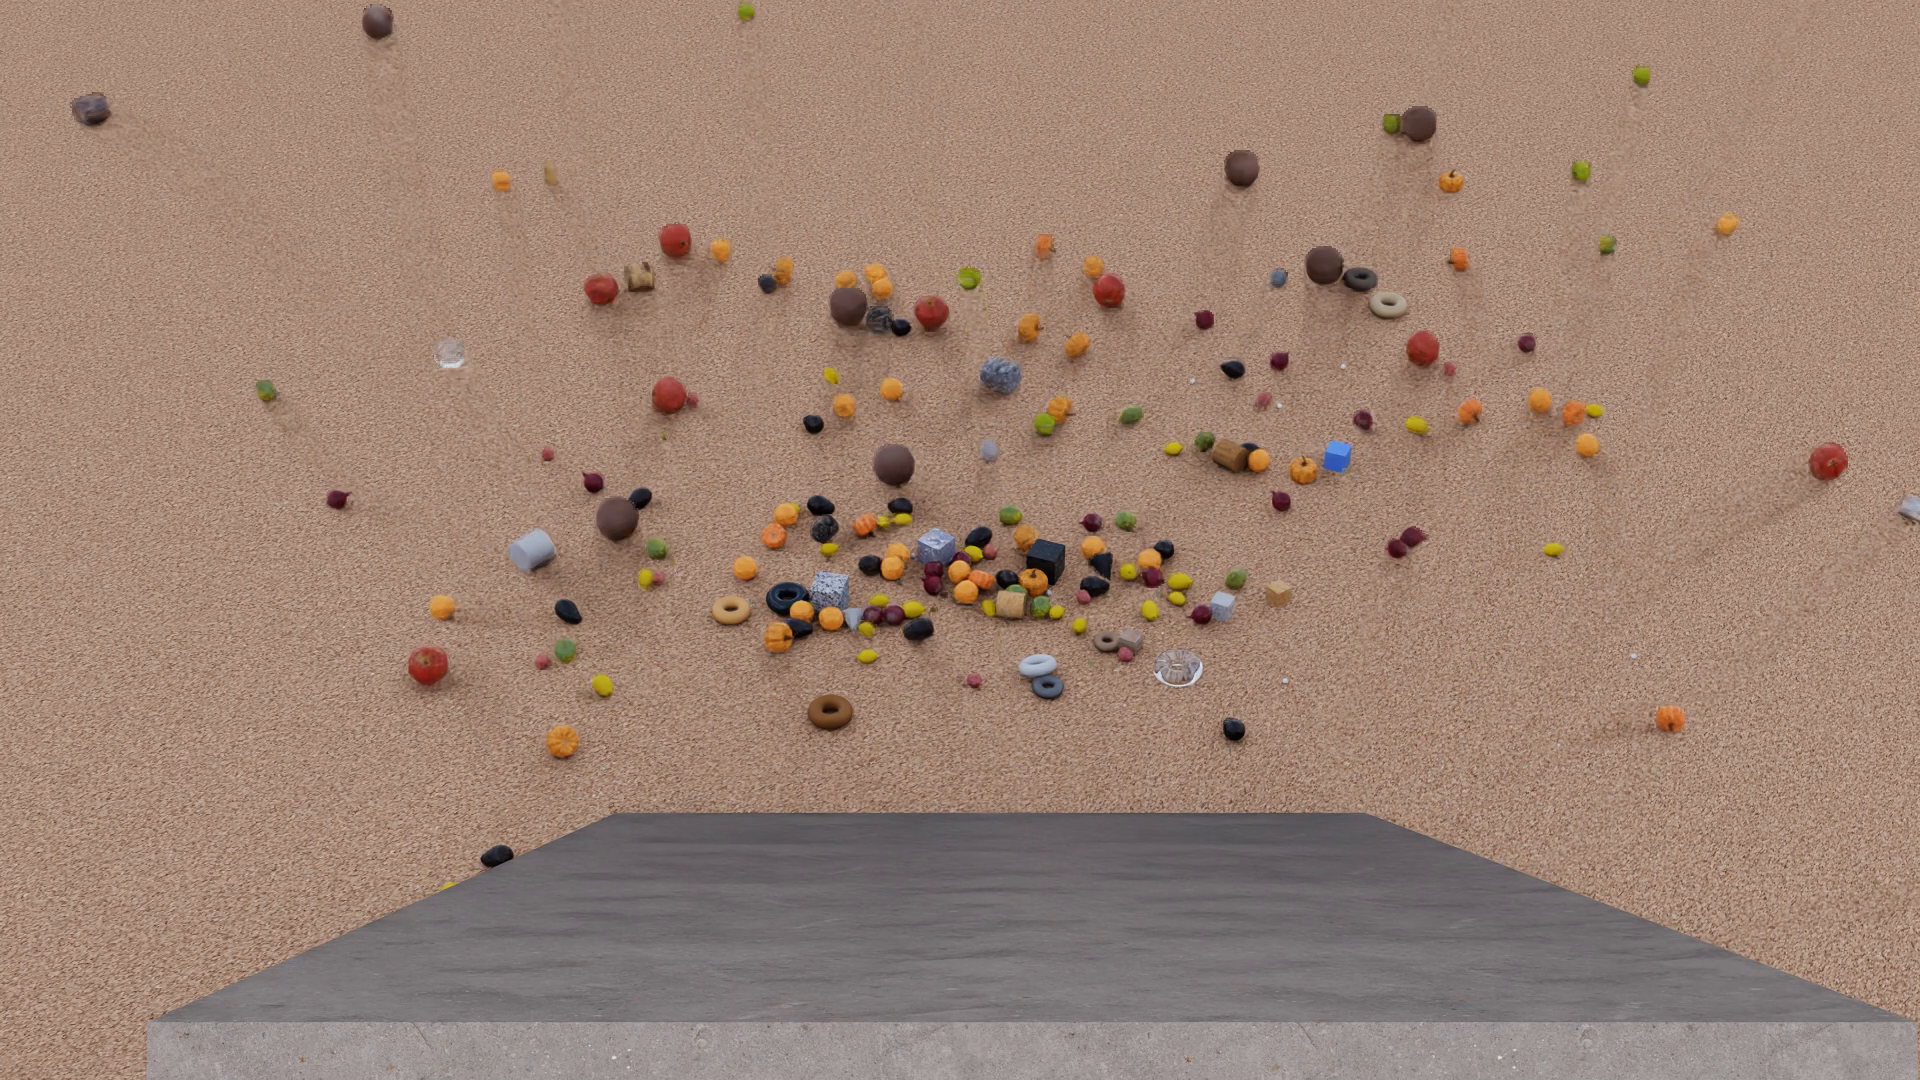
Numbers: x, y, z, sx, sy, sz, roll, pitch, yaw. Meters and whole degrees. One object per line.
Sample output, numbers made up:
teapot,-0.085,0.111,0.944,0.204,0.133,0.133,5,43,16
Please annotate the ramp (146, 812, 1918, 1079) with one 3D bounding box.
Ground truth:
ramp,0.082,0.686,4.935,2.000,0.100,4.000,0,-3,0

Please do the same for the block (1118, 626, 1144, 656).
block,0.498,0.298,7.585,0.054,0.054,0.054,19,41,23

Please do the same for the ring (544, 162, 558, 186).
ring,-1.535,-1.371,9.753,0.031,0.094,0.094,-18,41,-18

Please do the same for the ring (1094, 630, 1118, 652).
ring,0.431,0.297,7.608,0.083,0.028,0.083,-1,37,1

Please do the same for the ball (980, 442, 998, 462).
ball,0.094,-0.283,8.346,0.060,0.060,0.060,0,37,0

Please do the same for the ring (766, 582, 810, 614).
ring,-0.514,0.174,7.758,0.131,0.044,0.131,-1,38,1

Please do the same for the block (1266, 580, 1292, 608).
block,0.950,0.160,7.768,0.052,0.052,0.052,-24,43,-28

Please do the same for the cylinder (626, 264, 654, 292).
cylinder,-1.128,-0.925,9.173,0.083,0.083,0.083,-12,39,-15

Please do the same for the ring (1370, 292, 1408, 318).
ring,1.492,-0.817,9.065,0.134,0.045,0.134,1,38,-1

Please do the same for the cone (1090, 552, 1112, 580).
cone,0.440,0.090,7.875,0.076,0.076,0.076,-13,66,-17

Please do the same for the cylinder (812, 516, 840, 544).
cylinder,-0.414,-0.032,8.013,0.062,0.062,0.062,17,40,21

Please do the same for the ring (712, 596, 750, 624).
ring,-0.679,0.208,7.716,0.117,0.039,0.117,0,36,0

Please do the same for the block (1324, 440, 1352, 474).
block,1.207,-0.265,8.317,0.066,0.066,0.066,16,40,19

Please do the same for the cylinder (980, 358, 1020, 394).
cylinder,0.134,-0.547,8.663,0.097,0.097,0.097,22,42,26

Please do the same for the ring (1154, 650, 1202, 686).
ring,0.628,0.369,7.497,0.143,0.048,0.143,-1,37,1

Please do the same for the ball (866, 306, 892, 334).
ball,-0.277,-0.757,8.946,0.090,0.090,0.090,0,37,0

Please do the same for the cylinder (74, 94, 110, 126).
cylinder,-3.389,-1.679,10.154,0.100,0.100,0.100,-29,46,-32

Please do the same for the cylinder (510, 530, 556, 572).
cylinder,-1.297,0.034,7.898,0.097,0.097,0.097,30,46,33

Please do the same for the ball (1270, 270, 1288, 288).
ball,1.125,-0.922,9.187,0.062,0.062,0.062,0,37,0

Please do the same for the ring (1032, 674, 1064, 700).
ring,0.252,0.420,7.444,0.091,0.030,0.091,0,38,0

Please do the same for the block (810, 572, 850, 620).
block,-0.387,0.164,7.729,0.093,0.093,0.093,8,38,10

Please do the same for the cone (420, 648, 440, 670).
cone,-1.537,0.332,7.535,0.059,0.059,0.059,0,37,0

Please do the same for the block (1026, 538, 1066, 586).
block,0.259,0.066,7.860,0.090,0.090,0.090,14,39,18

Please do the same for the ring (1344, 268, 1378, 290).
ring,1.416,-0.924,9.208,0.121,0.040,0.121,1,38,-1

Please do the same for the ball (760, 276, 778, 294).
ball,-0.674,-0.898,9.158,0.060,0.060,0.060,0,37,0

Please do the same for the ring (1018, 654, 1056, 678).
ring,0.224,0.362,7.496,0.111,0.037,0.111,-9,20,3

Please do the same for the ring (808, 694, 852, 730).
ring,-0.367,0.485,7.348,0.128,0.043,0.128,1,38,-1

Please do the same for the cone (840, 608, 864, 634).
cone,-0.314,0.248,7.669,0.072,0.072,0.072,-3,64,-4

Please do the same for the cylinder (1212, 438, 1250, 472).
cylinder,0.864,-0.269,8.308,0.084,0.084,0.084,28,45,32

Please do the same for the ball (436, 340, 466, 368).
ball,-1.716,-0.626,8.767,0.098,0.098,0.098,0,37,0

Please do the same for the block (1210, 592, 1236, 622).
block,0.778,0.198,7.714,0.057,0.057,0.057,17,40,21

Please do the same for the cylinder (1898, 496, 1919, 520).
cylinder,2.967,-0.099,8.102,0.060,0.060,0.060,28,45,32

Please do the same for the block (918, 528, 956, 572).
block,-0.072,0.029,7.917,0.082,0.082,0.082,26,44,30
